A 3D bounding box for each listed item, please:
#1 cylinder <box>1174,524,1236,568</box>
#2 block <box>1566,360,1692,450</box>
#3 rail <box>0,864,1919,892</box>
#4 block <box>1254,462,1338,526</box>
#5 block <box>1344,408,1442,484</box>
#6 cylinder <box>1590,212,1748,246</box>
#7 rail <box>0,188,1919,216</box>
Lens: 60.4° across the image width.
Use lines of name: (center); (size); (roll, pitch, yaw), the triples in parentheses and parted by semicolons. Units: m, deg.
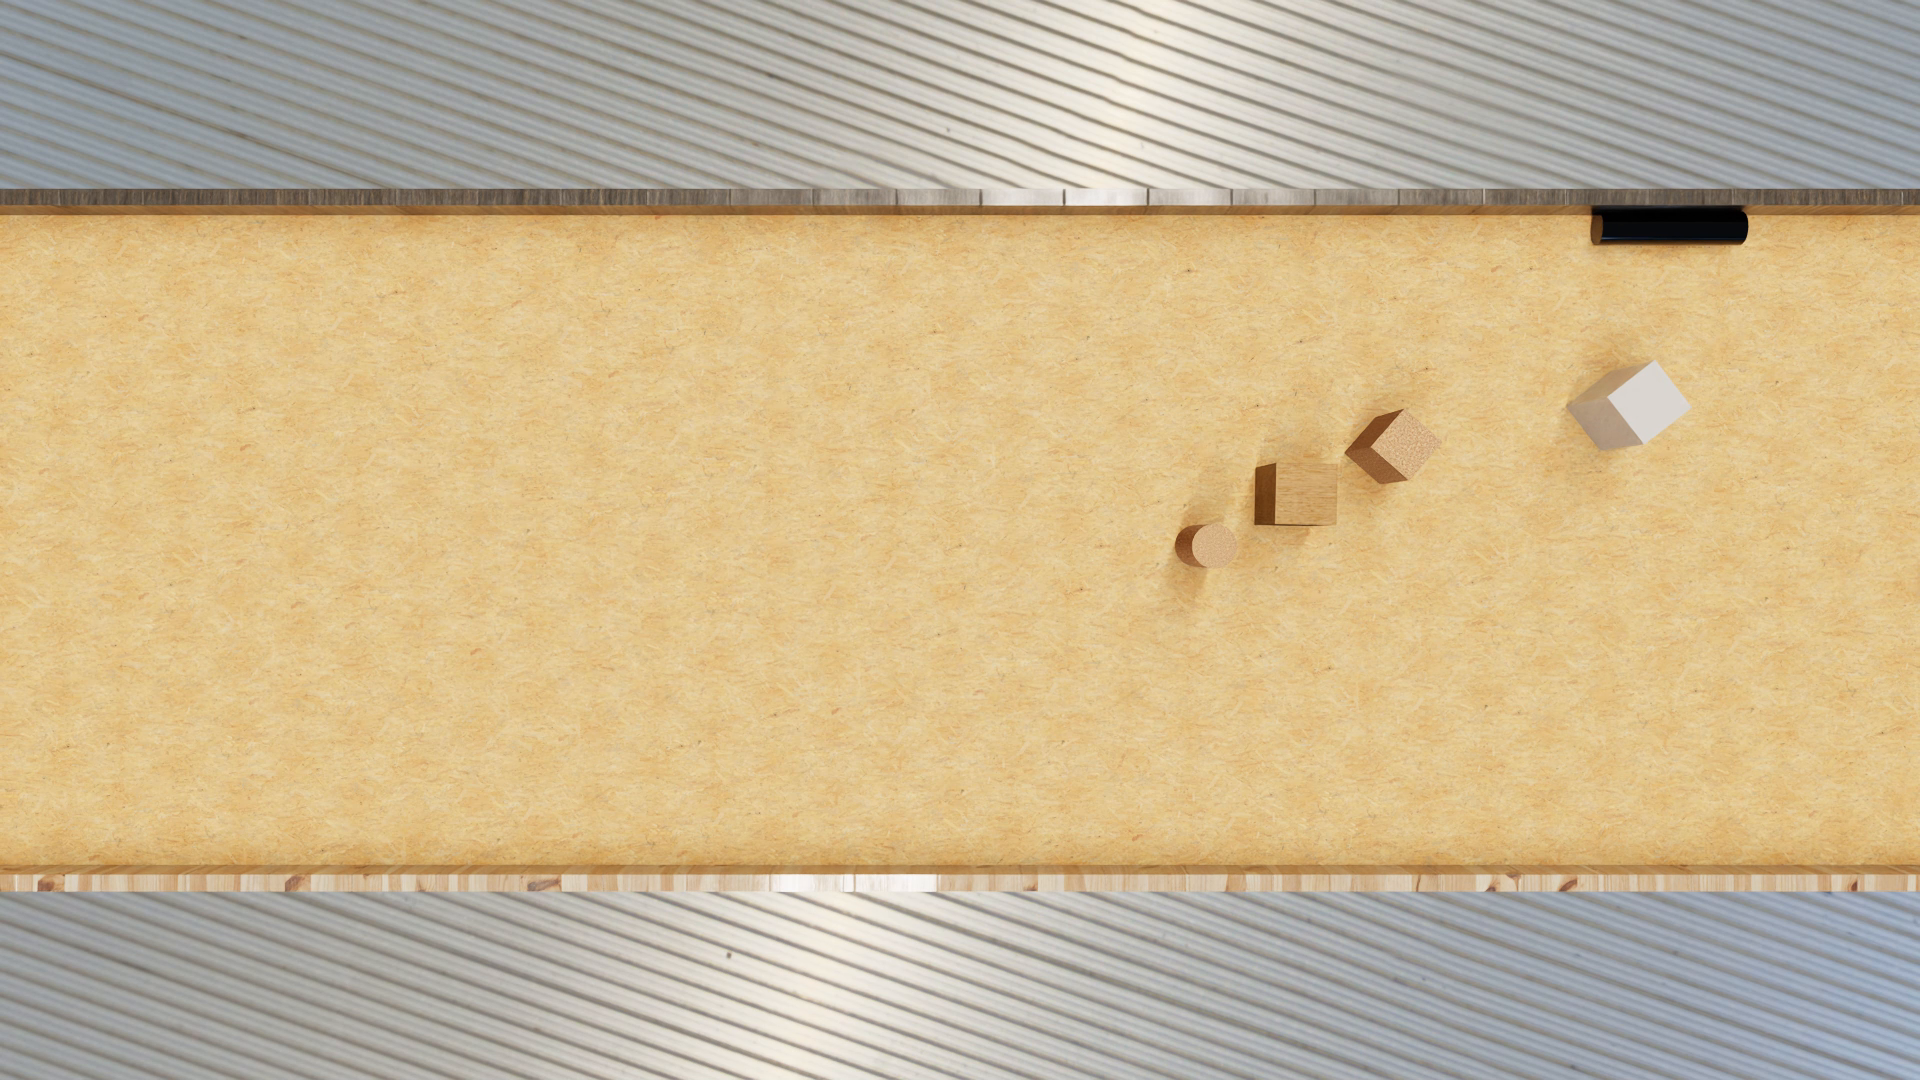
cylinder: (0.725, 0.018, 4.887); (0.128, 0.379, 0.128); (0, 90, 0)
block: (1.986, -0.397, 4.912); (0.174, 0.329, 0.174); (-38, 90, 0)
rail: (-2.247, 1.025, 5.001); (12.000, 0.150, 0.050); (0, 90, 0)
block: (0.996, -0.132, 4.909); (0.177, 0.336, 0.177); (1, 90, 0)
block: (1.286, -0.275, 4.910); (0.147, 0.332, 0.147); (41, 90, 0)
cylinder: (2.160, -0.949, 5.026); (0.439, 0.101, 0.101); (0, 90, 0)
rail: (-2.247, -1.025, 5.002); (12.000, 0.150, 0.050); (0, 90, 0)
